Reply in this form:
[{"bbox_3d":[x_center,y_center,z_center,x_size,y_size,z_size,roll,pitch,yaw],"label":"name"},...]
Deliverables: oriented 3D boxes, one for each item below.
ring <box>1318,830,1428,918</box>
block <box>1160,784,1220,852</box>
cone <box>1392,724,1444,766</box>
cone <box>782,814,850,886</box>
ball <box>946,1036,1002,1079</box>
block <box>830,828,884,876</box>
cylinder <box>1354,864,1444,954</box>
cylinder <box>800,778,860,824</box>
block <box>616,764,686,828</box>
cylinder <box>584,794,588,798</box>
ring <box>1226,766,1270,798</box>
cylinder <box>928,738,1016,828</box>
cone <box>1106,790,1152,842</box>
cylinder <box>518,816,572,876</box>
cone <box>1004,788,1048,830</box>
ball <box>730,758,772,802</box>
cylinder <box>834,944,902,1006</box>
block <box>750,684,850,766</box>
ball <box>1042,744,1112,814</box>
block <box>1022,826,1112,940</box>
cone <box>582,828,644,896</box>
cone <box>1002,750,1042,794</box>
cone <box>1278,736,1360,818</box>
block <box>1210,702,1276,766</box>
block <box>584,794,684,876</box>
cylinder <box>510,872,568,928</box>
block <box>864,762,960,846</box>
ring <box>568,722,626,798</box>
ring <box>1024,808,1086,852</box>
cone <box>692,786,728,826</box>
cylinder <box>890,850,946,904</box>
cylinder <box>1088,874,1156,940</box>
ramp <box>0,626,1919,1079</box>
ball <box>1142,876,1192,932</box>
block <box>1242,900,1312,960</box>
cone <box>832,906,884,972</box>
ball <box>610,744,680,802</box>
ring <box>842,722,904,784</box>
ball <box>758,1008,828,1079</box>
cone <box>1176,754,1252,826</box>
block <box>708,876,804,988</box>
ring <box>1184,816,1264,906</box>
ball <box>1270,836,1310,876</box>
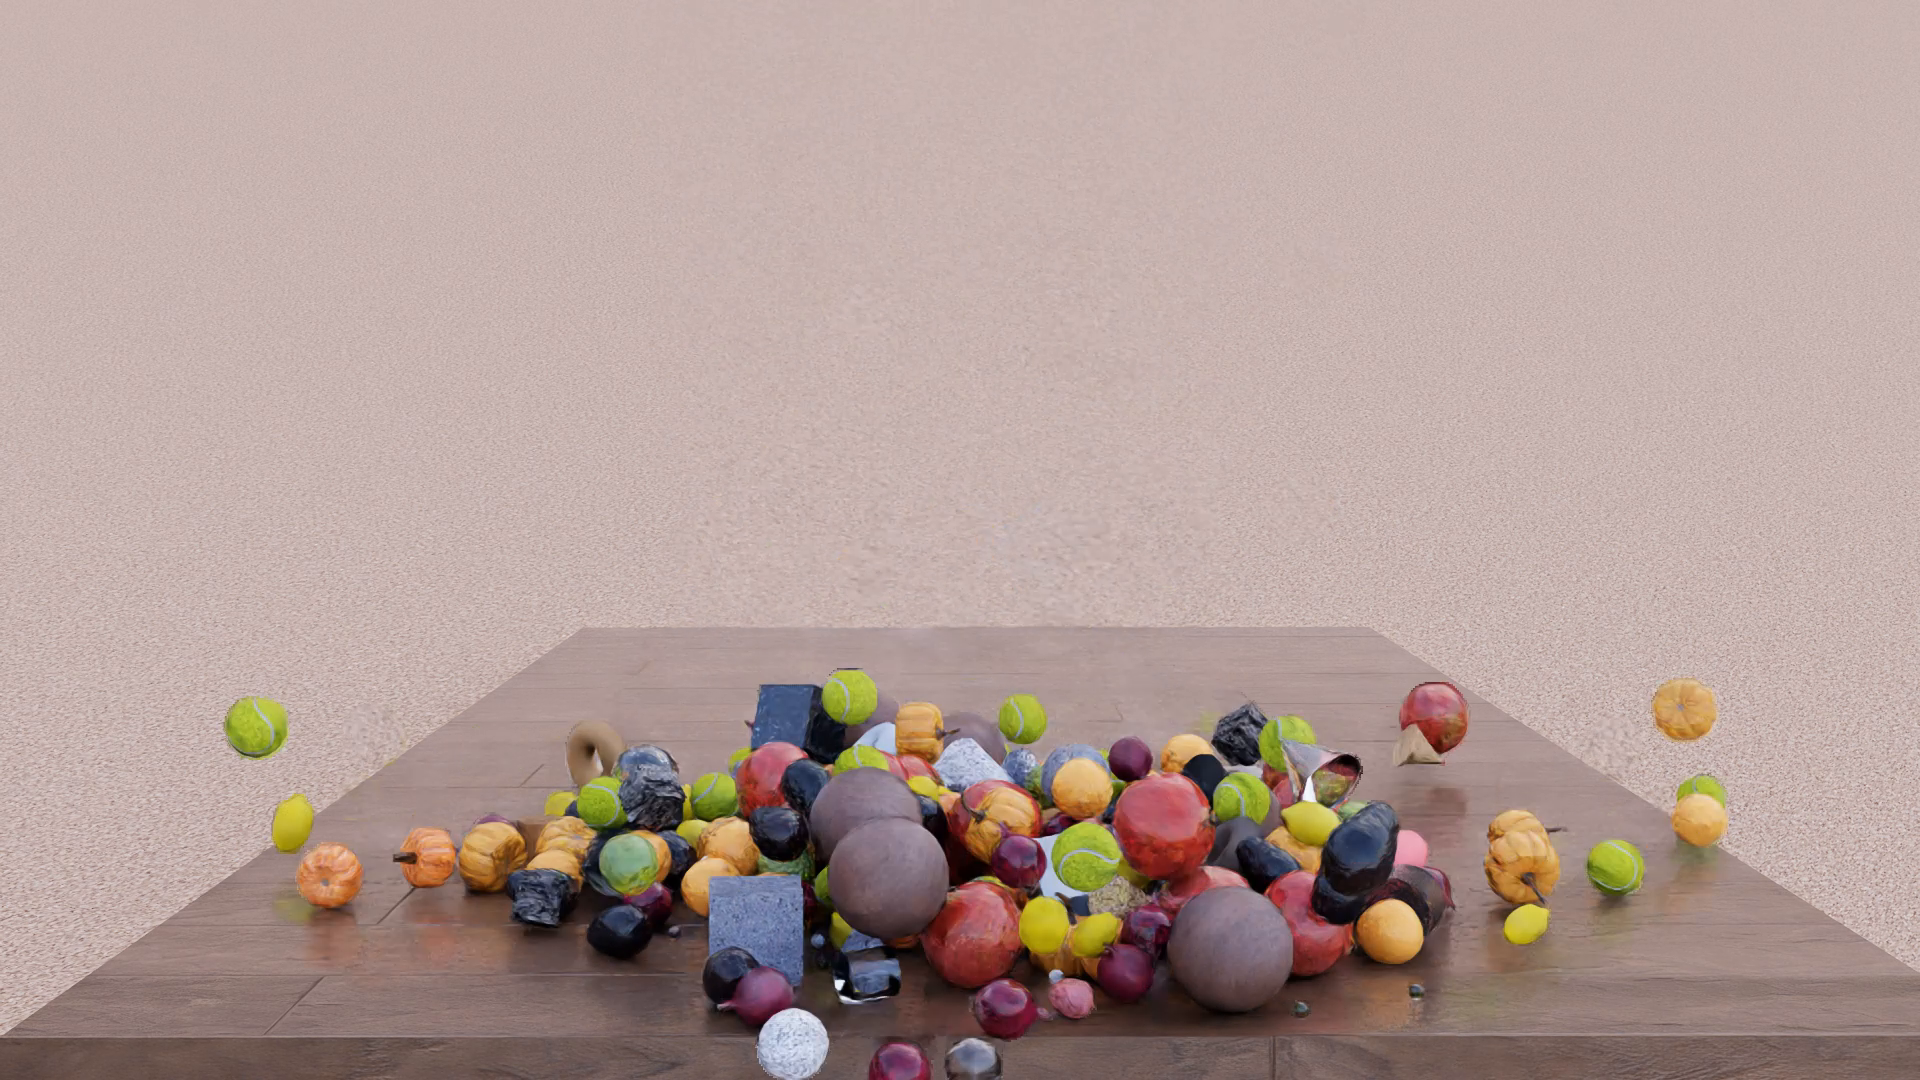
[{"bbox_3d":[0.497,0.403,3.092,0.150,0.050,0.150,-35,-1,-1],"label":"ring"},{"bbox_3d":[0.316,0.383,3.539,0.081,0.081,0.081,0,4,5],"label":"block"},{"bbox_3d":[0.762,0.351,4.211,0.075,0.075,0.075,26,16,-12],"label":"cone"},{"bbox_3d":[-0.179,0.388,3.244,0.088,0.088,0.088,5,-15,1],"label":"cone"},{"bbox_3d":[0.013,0.500,2.439,0.054,0.054,0.054,0,19,0],"label":"ball"},{"bbox_3d":[-0.135,0.410,3.368,0.051,0.051,0.051,3,5,38],"label":"block"},{"bbox_3d":[0.502,0.421,2.933,0.087,0.087,0.087,8,6,21],"label":"cylinder"},{"bbox_3d":[-0.182,0.367,3.610,0.062,0.062,0.062,-13,3,-32],"label":"cylinder"},{"bbox_3d":[-0.381,0.315,3.162,0.053,0.053,0.053,12,35,-44],"label":"block"},{"bbox_3d":[-0.499,0.363,3.750,0.072,0.072,0.072,-18,25,-41],"label":"cylinder"},{"bbox_3d":[0.422,0.369,3.900,0.098,0.033,0.098,0,-24,0],"label":"ring"},{"bbox_3d":[0.017,0.337,3.561,0.088,0.088,0.088,-33,30,21],"label":"cylinder"},{"bbox_3d":[0.221,0.403,3.605,0.074,0.074,0.074,10,35,27],"label":"cone"},{"bbox_3d":[-0.544,0.401,3.363,0.070,0.070,0.070,0,4,0],"label":"cylinder"},{"bbox_3d":[0.097,0.399,3.668,0.066,0.066,0.066,-2,33,-6],"label":"cone"},{"bbox_3d":[-0.318,0.366,3.908,0.066,0.066,0.066,0,19,0],"label":"ball"},{"bbox_3d":[-0.097,0.454,2.683,0.054,0.054,0.054,-12,22,-25],"label":"cylinder"},{"bbox_3d":[-0.229,0.266,3.689,0.093,0.093,0.093,-2,-19,33],"label":"block"},{"bbox_3d":[0.144,0.295,3.180,0.087,0.087,0.087,0,19,0],"label":"ball"},{"bbox_3d":[0.123,0.388,2.900,0.083,0.083,0.083,-9,52,-10],"label":"block"},{"bbox_3d":[-0.445,0.400,3.157,0.085,0.085,0.085,7,0,20],"label":"cone"},{"bbox_3d":[0.102,0.328,3.632,0.064,0.064,0.064,13,2,33],"label":"cone"},{"bbox_3d":[0.408,0.263,3.046,0.095,0.095,0.095,-13,43,-33],"label":"cone"},{"bbox_3d":[0.436,0.302,3.935,0.064,0.064,0.064,-34,14,34],"label":"block"},{"bbox_3d":[-0.430,0.387,3.379,0.094,0.094,0.094,-3,4,-38],"label":"block"},{"bbox_3d":[-0.493,0.422,3.007,0.055,0.055,0.055,11,-15,3],"label":"cylinder"},{"bbox_3d":[-0.067,0.371,3.616,0.095,0.095,0.095,3,5,37],"label":"block"},{"bbox_3d":[-0.511,0.313,3.624,0.117,0.117,0.039,17,22,40],"label":"ring"},{"bbox_3d":[0.126,0.392,3.368,0.089,0.089,0.030,-6,25,-16],"label":"ring"},{"bbox_3d":[-0.353,0.398,3.730,0.057,0.057,0.057,-9,34,-25],"label":"cone"},{"bbox_3d":[-0.049,0.393,2.989,0.058,0.058,0.058,7,19,1],"label":"cylinder"},{"bbox_3d":[0.179,0.405,2.829,0.055,0.055,0.055,23,-13,48],"label":"cylinder"},{"bbox_3d":[0.045,0.407,4.538,2.000,0.100,4.000,0,4,0],"label":"ramp"},{"bbox_3d":[0.232,0.413,2.914,0.062,0.062,0.062,0,19,0],"label":"ball"},{"bbox_3d":[0.356,0.439,2.889,0.054,0.054,0.054,0,3,-43],"label":"block"},{"bbox_3d":[-0.105,0.436,2.815,0.071,0.071,0.071,1,4,0],"label":"cone"},{"bbox_3d":[-0.405,0.307,3.304,0.088,0.088,0.088,0,19,0],"label":"ball"},{"bbox_3d":[-0.137,0.336,4.041,0.116,0.039,0.116,-40,17,15],"label":"ring"},{"bbox_3d":[-0.157,0.474,2.412,0.066,0.066,0.066,0,19,0],"label":"ball"},{"bbox_3d":[0.343,0.331,3.303,0.094,0.094,0.094,18,7,-33],"label":"cone"},{"bbox_3d":[-0.222,0.425,2.791,0.100,0.100,0.100,0,4,-5],"label":"block"},{"bbox_3d":[0.306,0.373,2.980,0.040,0.120,0.120,38,17,-10],"label":"ring"},{"bbox_3d":[0.424,0.405,3.292,0.052,0.052,0.052,0,19,0],"label":"ball"}]
